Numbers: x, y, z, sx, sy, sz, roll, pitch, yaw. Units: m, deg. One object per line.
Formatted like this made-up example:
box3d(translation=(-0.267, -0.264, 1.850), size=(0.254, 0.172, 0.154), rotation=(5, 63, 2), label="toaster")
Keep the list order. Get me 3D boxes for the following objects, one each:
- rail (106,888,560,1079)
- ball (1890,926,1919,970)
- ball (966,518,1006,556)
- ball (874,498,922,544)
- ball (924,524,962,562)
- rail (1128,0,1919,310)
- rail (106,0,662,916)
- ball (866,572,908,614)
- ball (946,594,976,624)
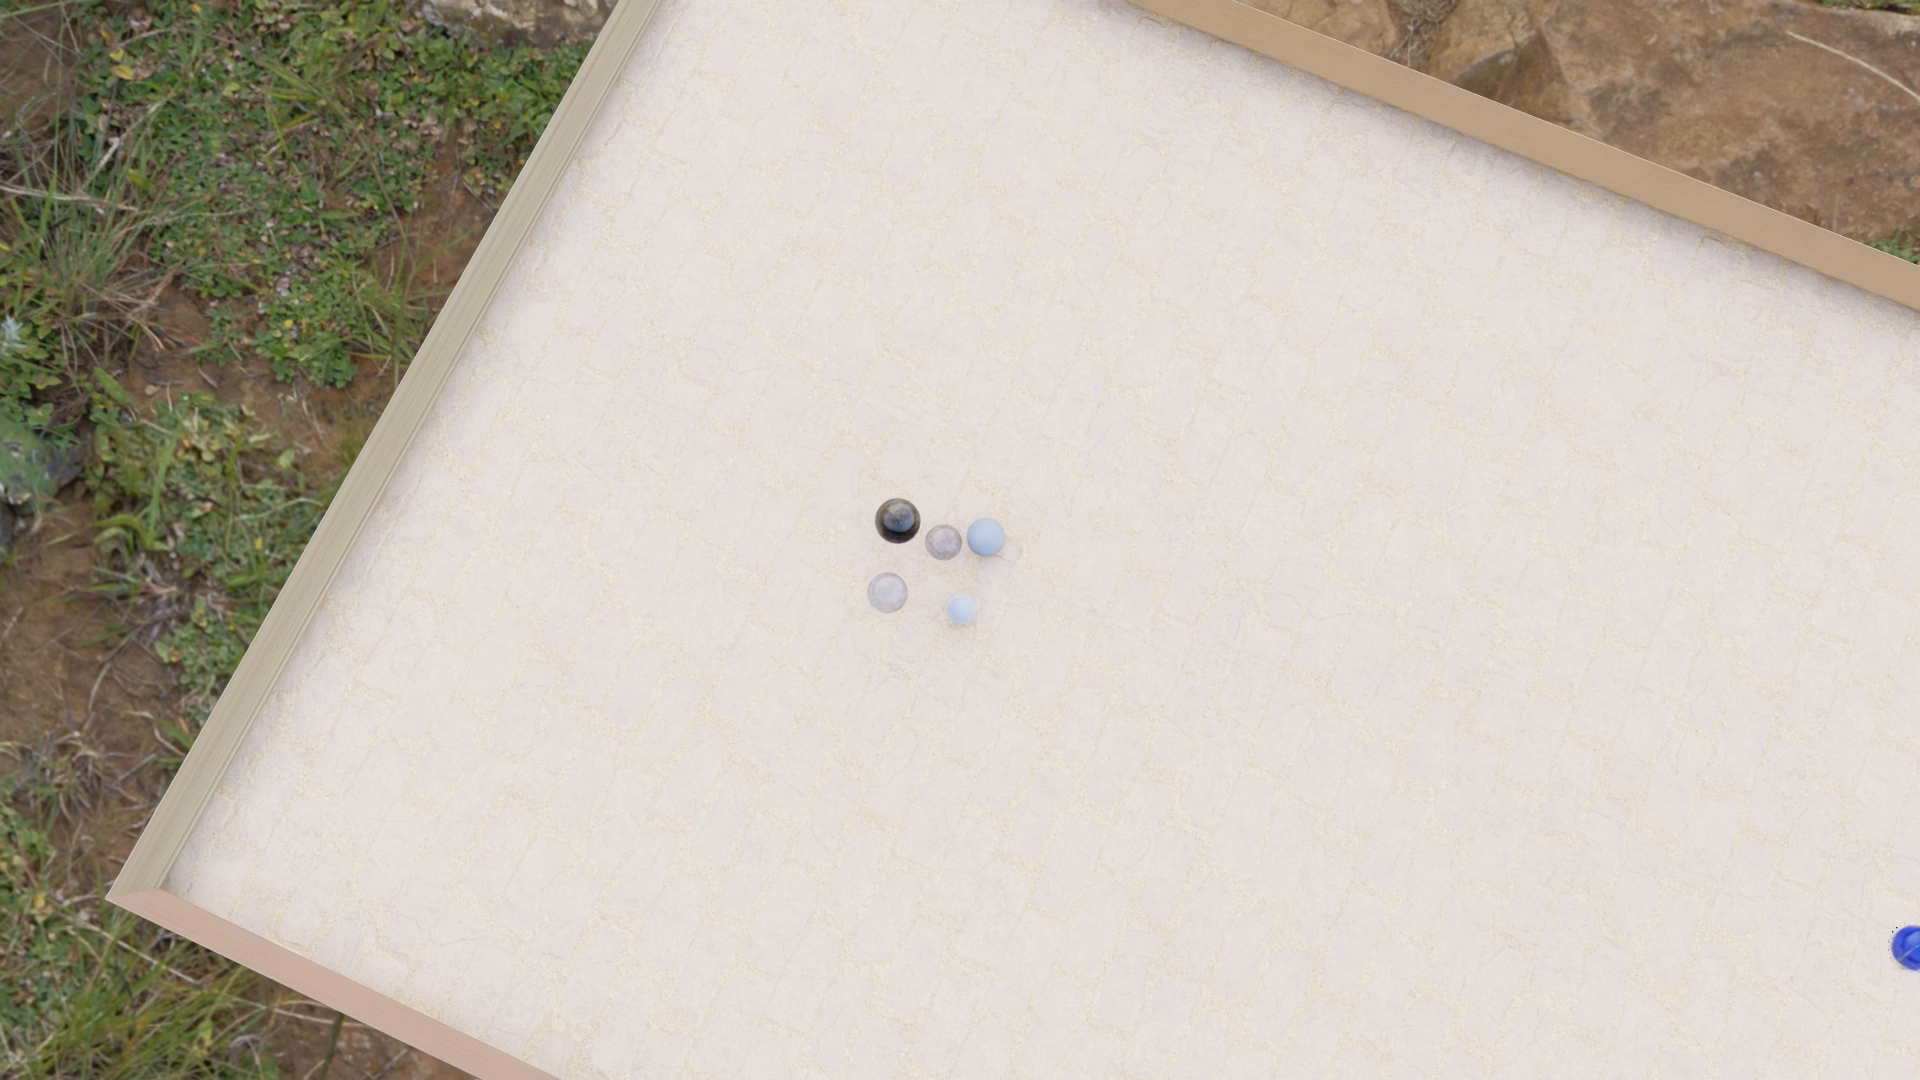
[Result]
box3d(translation=(0.401, 1.209, 2.993), size=(3.567, 0.094, 0.045), rotation=(23, 73, 7), label="rail")
box3d(translation=(1.394, 0.596, 3.211), size=(0.065, 0.065, 0.065), rotation=(0, 72, 0), label="ball")
box3d(translation=(0.040, -0.005, 3.411), size=(0.060, 0.060, 0.060), rotation=(0, 72, 0), label="ball")
box3d(translation=(-0.097, -0.030, 3.412), size=(0.072, 0.072, 0.072), rotation=(0, 72, 0), label="ball")
box3d(translation=(-0.026, 0.004, 3.409), size=(0.058, 0.058, 0.058), rotation=(0, 72, 0), label="ball")
box3d(translation=(1.224, -0.523, 3.562), size=(3.567, 0.094, 0.045), rotation=(23, 73, 7), label="rail")
box3d(translation=(-0.791, -0.345, 3.504), size=(0.045, 0.094, 2.047), rotation=(23, 73, 7), label="rail")
box3d(translation=(-0.111, 0.081, 3.380), size=(0.064, 0.064, 0.064), rotation=(0, 72, 0), label="ball")
box3d(translation=(0.002, 0.107, 3.381), size=(0.046, 0.046, 0.046), rotation=(0, 72, 0), label="ball")
